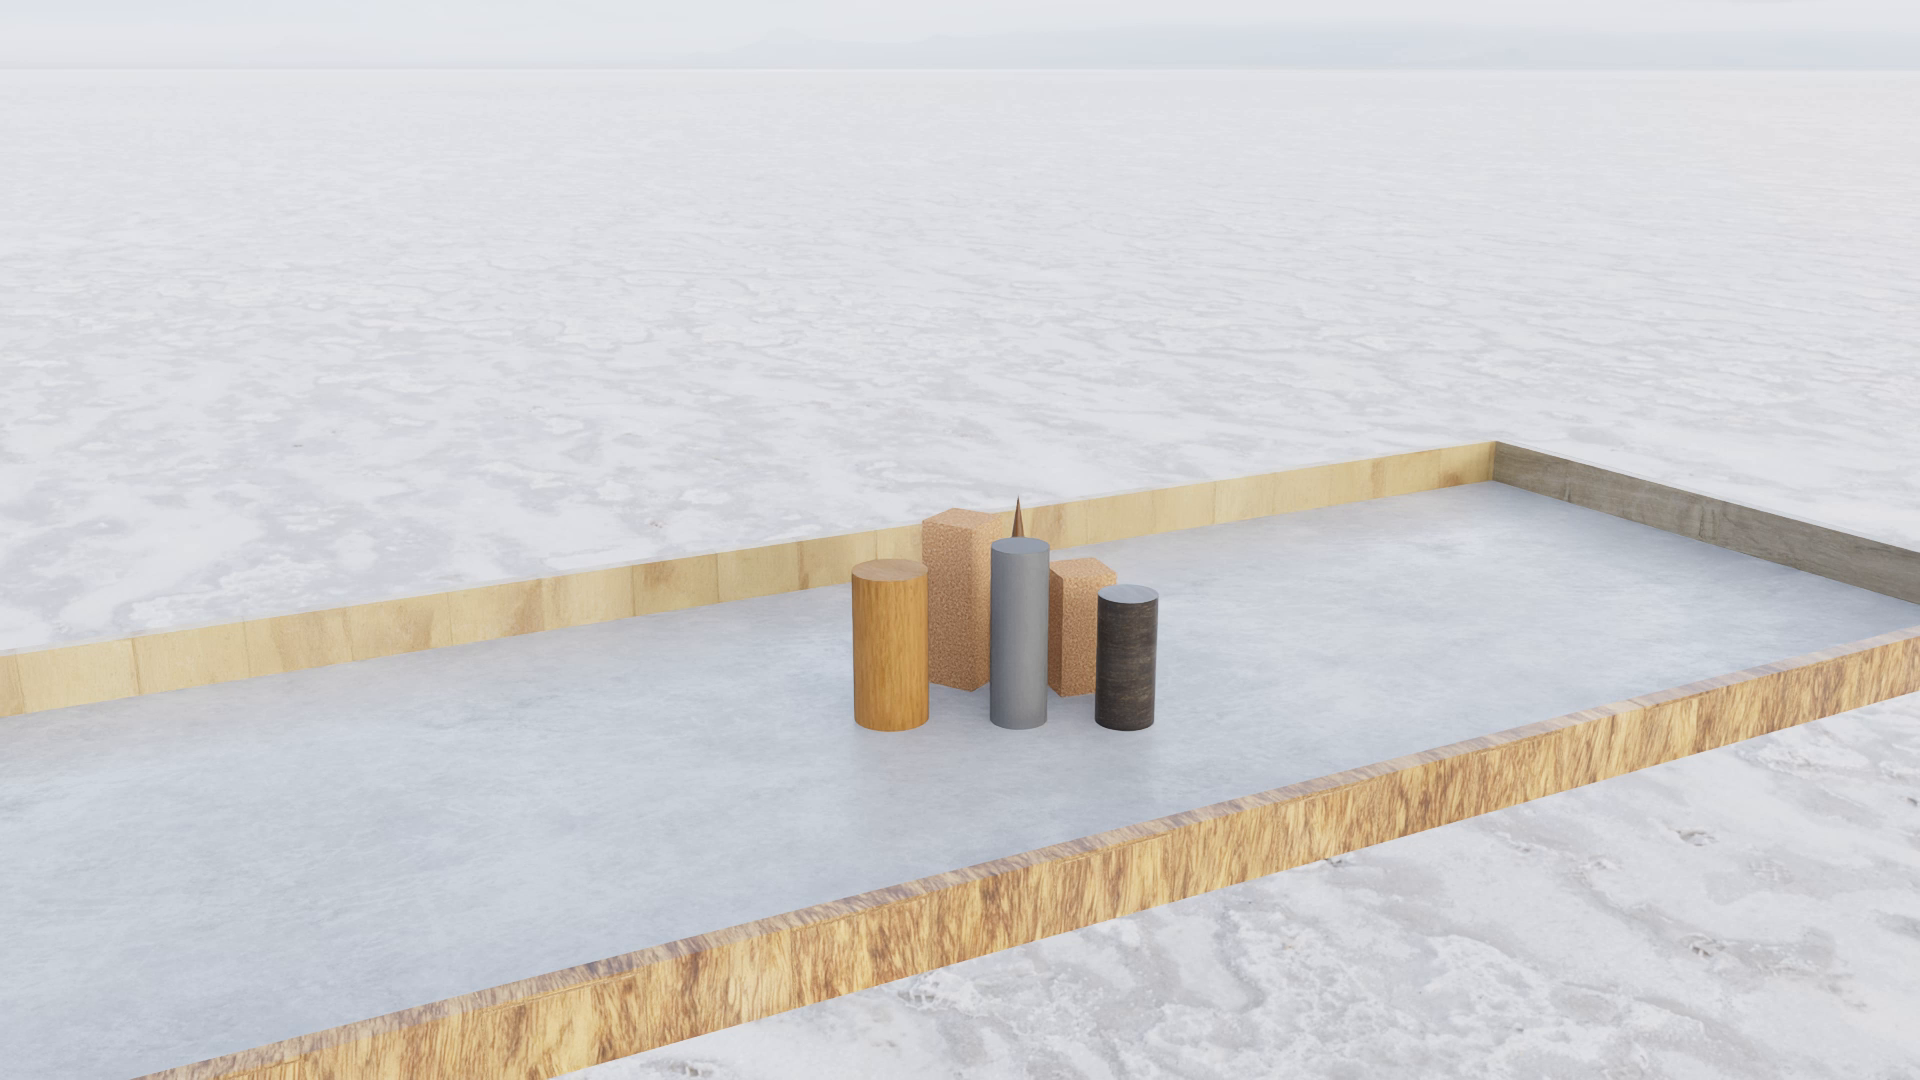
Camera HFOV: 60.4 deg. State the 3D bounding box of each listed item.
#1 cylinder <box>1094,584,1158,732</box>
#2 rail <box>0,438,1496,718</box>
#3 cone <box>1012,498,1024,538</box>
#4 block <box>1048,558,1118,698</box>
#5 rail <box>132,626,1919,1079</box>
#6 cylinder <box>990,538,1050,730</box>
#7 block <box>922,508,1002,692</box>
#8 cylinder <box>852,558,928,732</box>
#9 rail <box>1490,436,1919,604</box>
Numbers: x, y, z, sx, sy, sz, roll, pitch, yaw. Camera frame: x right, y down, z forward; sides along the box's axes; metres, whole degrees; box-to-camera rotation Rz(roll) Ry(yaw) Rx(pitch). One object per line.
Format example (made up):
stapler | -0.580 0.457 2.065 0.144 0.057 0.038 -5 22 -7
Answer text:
cylinder | 0.390 0.275 3.864 0.141 0.314 0.141 0 16 0
rail | -3.305 0.497 3.399 12.000 0.150 0.050 -9 18 -27
cone | 0.152 0.079 4.345 0.126 0.417 0.126 0 16 0
block | 0.291 0.214 4.085 0.140 0.305 0.140 -6 17 -18
rail | -2.336 1.006 1.665 12.000 0.150 0.050 -9 18 -27
cylinder | 0.138 0.218 3.852 0.136 0.429 0.136 0 16 0
block | 0.006 0.147 4.112 0.144 0.419 0.144 10 19 31
cylinder | -0.162 0.245 3.871 0.178 0.367 0.178 0 16 0
rail | 2.466 -0.048 5.253 0.050 0.150 2.100 -9 18 -27
